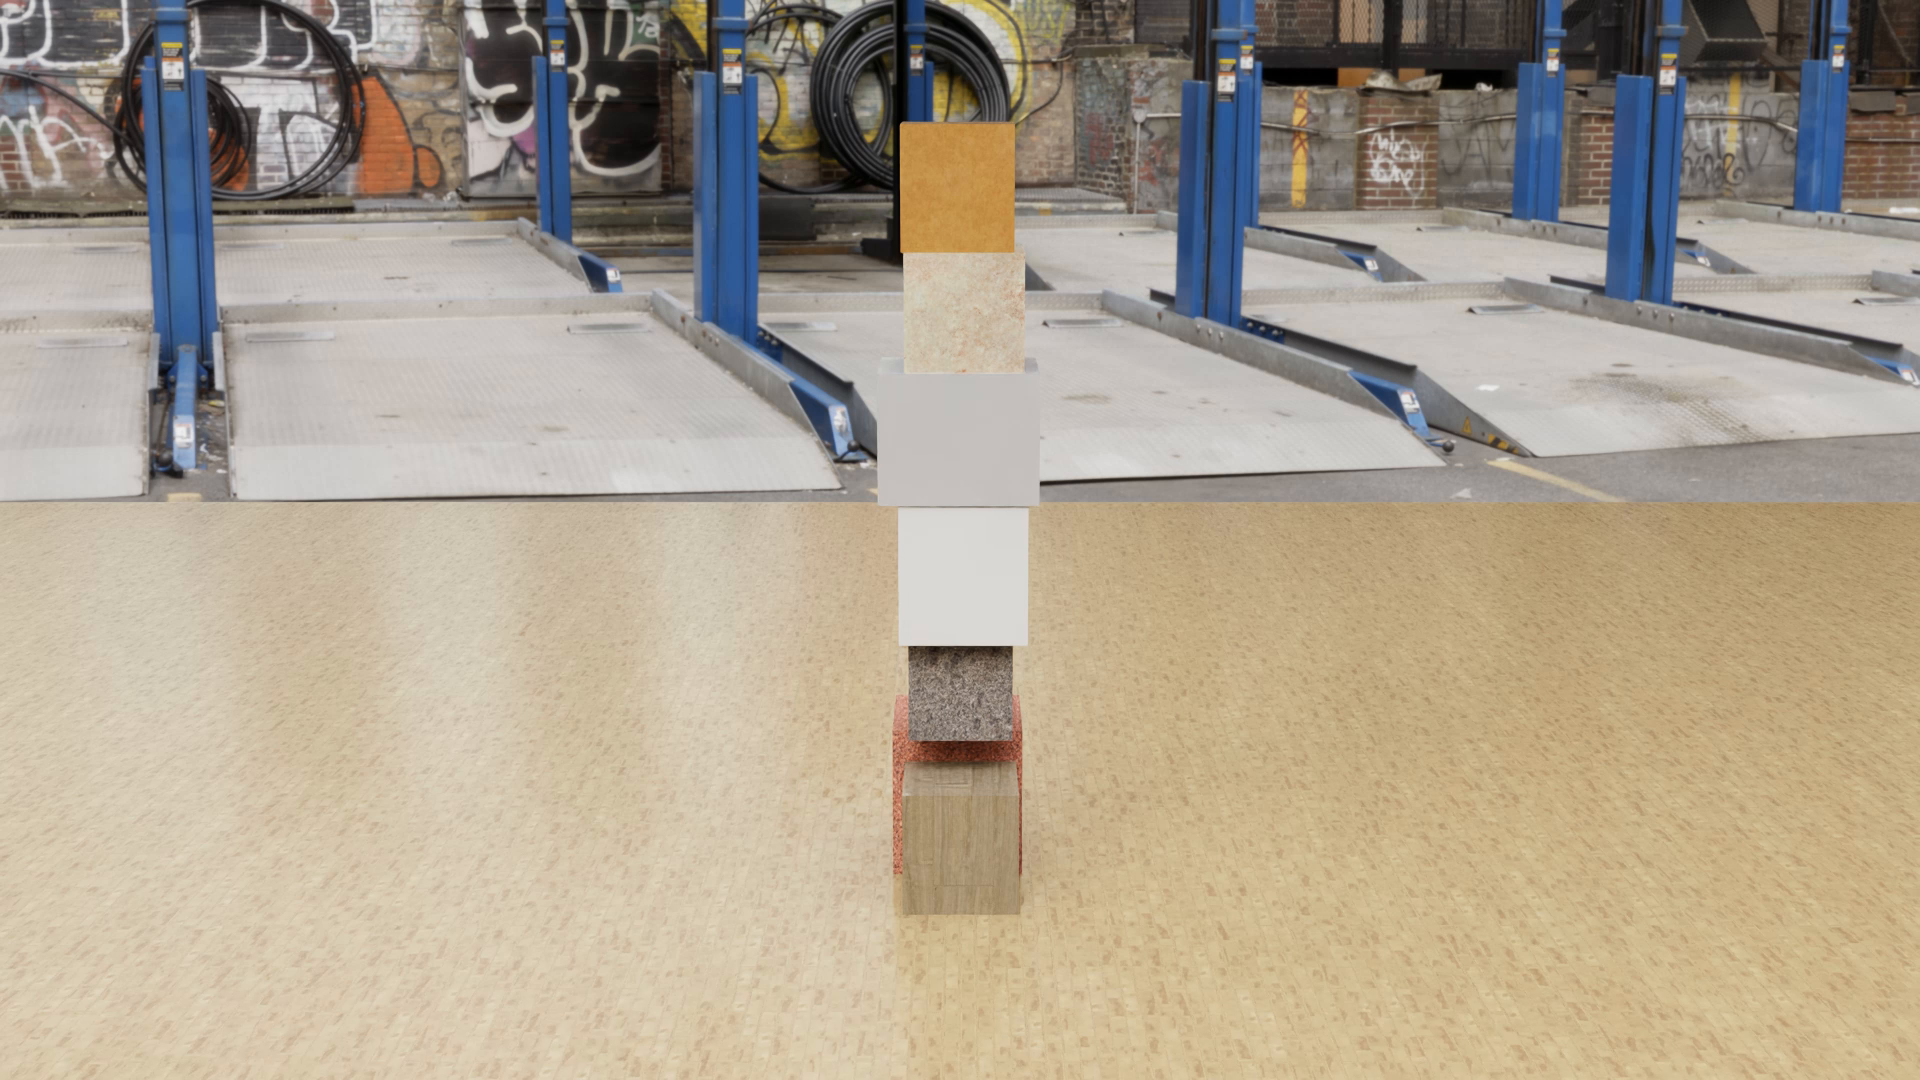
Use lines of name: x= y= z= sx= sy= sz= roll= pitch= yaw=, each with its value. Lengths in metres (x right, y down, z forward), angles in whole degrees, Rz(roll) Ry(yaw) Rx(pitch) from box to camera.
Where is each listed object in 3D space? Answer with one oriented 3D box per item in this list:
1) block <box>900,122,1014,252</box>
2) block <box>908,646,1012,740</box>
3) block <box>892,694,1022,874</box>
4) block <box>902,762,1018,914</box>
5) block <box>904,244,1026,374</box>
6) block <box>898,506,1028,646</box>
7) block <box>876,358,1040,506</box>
block: x=-0.011 y=-1.506 z=10.907 sx=0.474 sy=0.529 sz=0.549 roll=0 pitch=10 yaw=0
block: x=0.002 y=0.612 z=11.292 sx=0.450 sy=0.440 sz=0.457 roll=0 pitch=10 yaw=0
block: x=-0.011 y=1.102 z=11.664 sx=0.572 sy=0.658 sz=0.658 roll=0 pitch=10 yaw=0
block: x=0.002 y=1.280 z=11.073 sx=0.489 sy=0.521 sz=0.547 roll=0 pitch=10 yaw=0
block: x=0.018 y=-0.999 z=10.999 sx=0.506 sy=0.502 sz=0.590 roll=0 pitch=10 yaw=0
block: x=0.014 y=0.098 z=11.198 sx=0.550 sy=0.606 sz=0.616 roll=0 pitch=10 yaw=0
block: x=-0.006 y=-0.476 z=11.094 sx=0.682 sy=0.561 sz=0.640 roll=0 pitch=10 yaw=0
